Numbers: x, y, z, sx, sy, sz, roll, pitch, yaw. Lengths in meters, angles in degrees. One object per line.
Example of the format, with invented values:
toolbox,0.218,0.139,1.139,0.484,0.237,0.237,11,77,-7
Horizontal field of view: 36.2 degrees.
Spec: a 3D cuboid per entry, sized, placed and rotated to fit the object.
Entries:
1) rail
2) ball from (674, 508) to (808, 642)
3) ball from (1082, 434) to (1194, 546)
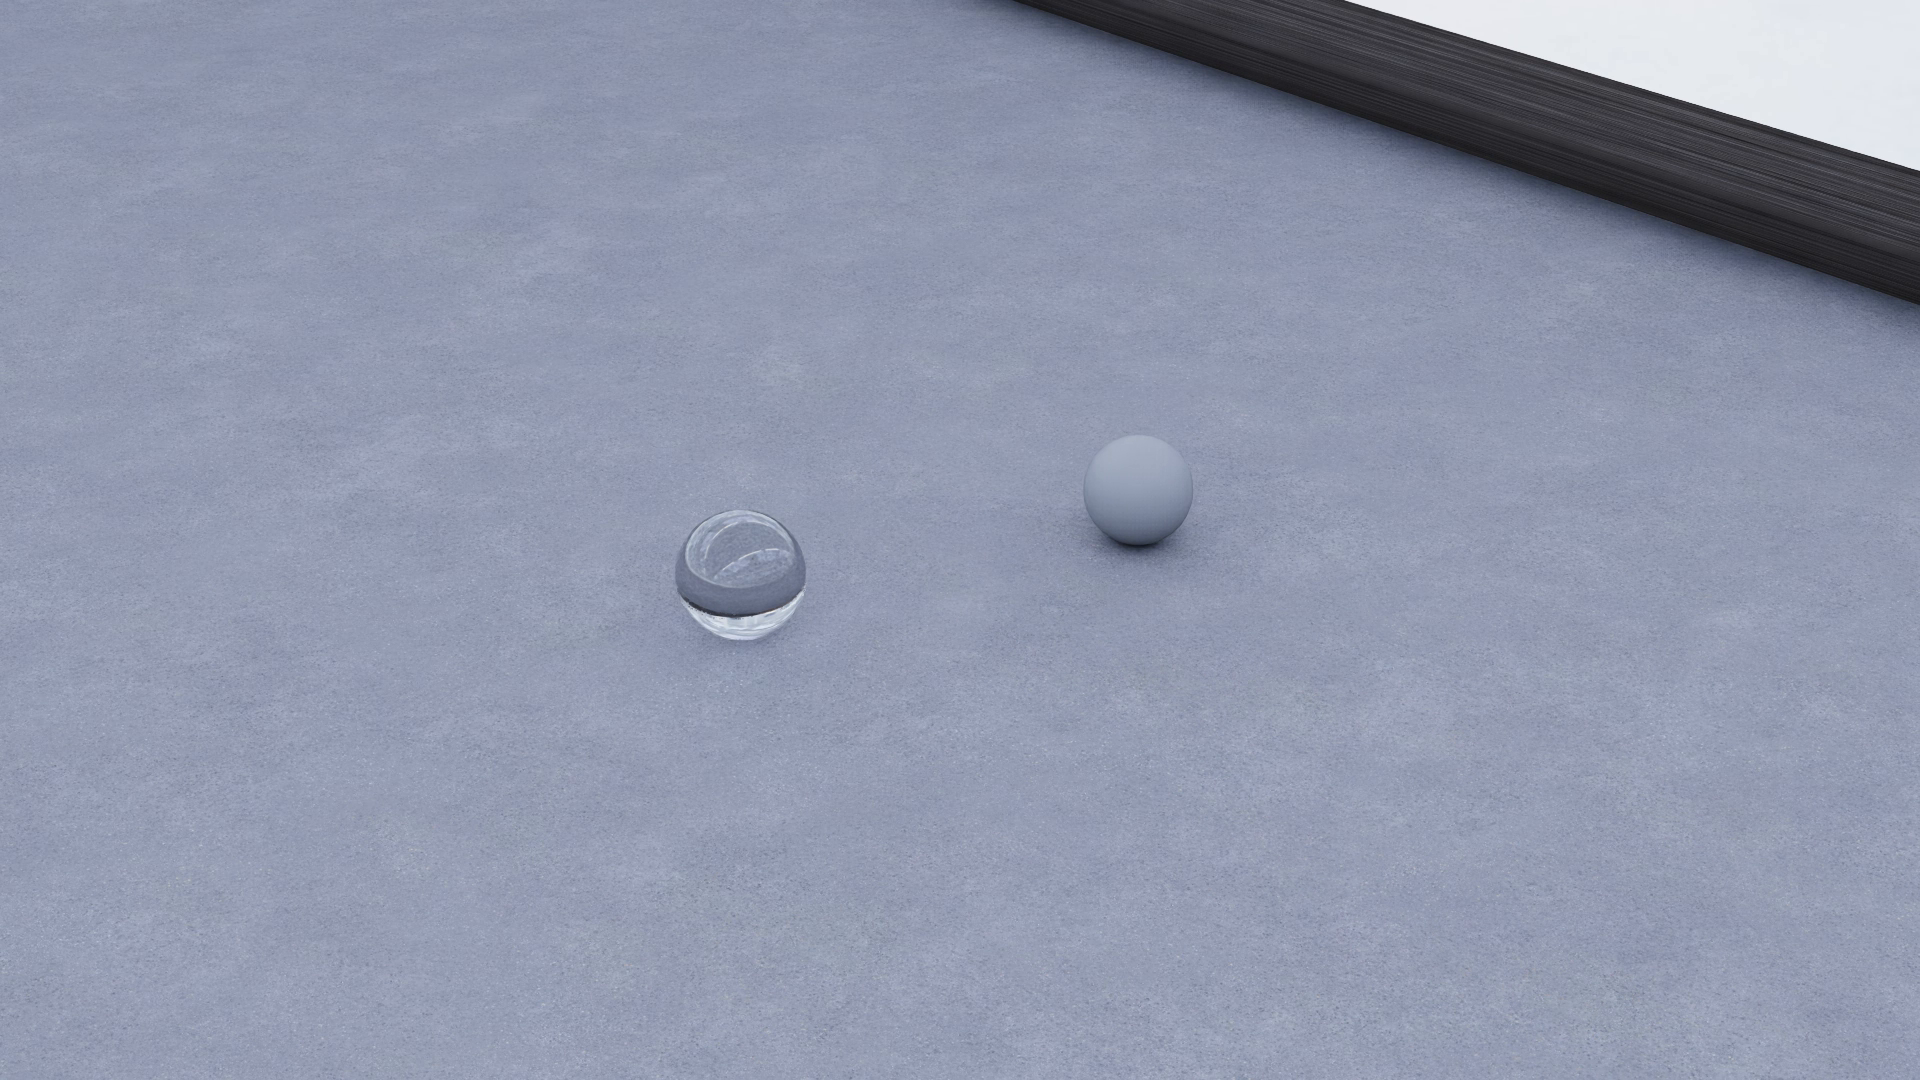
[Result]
rail,0.223,-0.622,3.406,0.045,0.121,3.990,-18,30,-33
ball,-0.154,0.024,2.062,0.093,0.093,0.093,0,25,0
ball,0.134,-0.038,2.206,0.083,0.083,0.083,0,25,0
